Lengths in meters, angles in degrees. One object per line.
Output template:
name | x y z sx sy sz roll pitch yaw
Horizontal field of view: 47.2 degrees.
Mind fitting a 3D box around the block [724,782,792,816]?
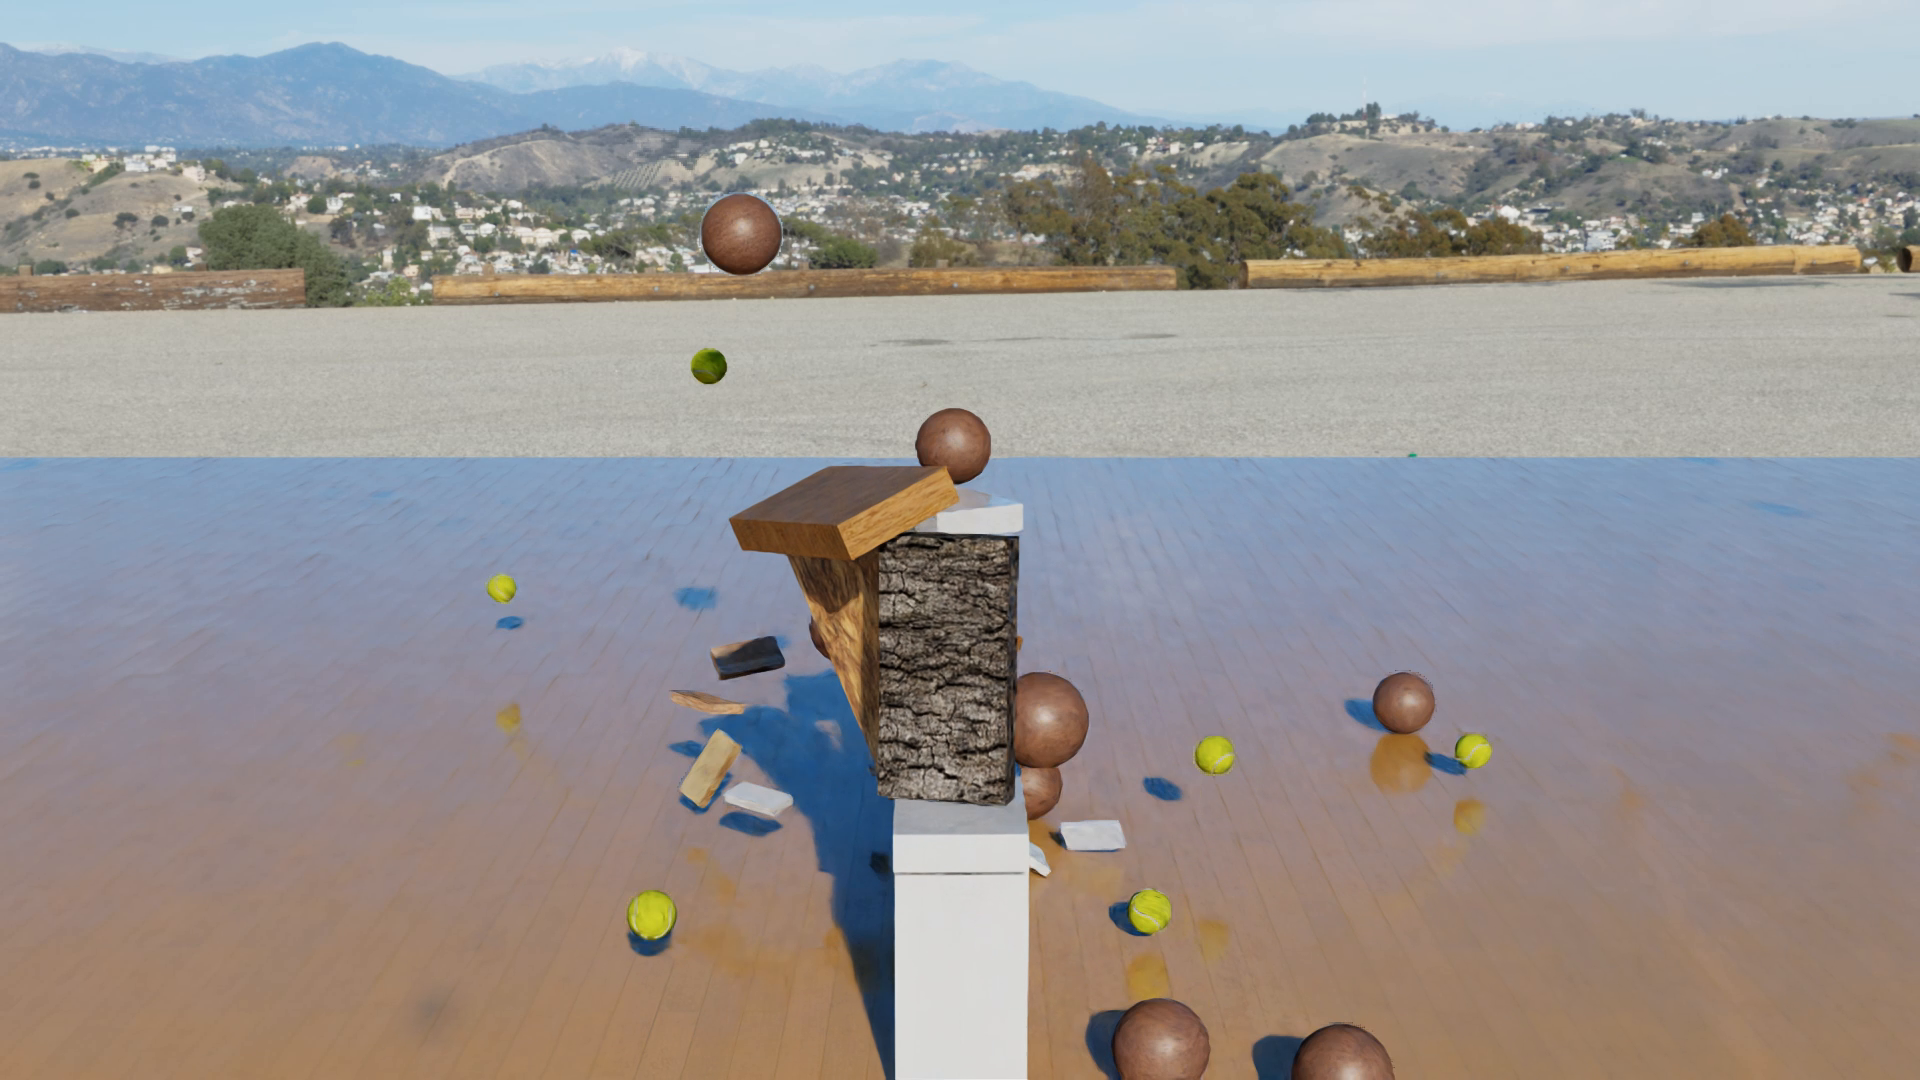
block | -0.342 0.438 3.727 0.106 0.015 0.053 12 26 32

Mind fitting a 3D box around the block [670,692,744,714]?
block | -0.460 0.297 3.999 0.066 0.019 0.132 4 5 -43

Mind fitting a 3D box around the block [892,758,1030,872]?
block | -0.001 0.360 2.909 0.170 0.048 0.340 0 11 -1

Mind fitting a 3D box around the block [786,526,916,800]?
block | -0.092 0.150 3.104 0.173 0.414 0.049 -19 12 13

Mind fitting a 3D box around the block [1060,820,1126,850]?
block | 0.233 0.517 3.852 0.106 0.053 0.015 -4 34 24

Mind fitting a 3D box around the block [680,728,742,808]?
block | -0.457 0.418 4.029 0.066 0.132 0.019 32 0 44

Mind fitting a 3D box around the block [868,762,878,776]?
block | -0.088 0.391 4.083 0.157 0.022 0.078 -32 17 -29

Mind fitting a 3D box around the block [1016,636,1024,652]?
block | 0.046 0.158 3.848 0.081 0.023 0.163 15 -8 23

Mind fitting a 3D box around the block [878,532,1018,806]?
block | -0.016 0.166 2.868 0.173 0.346 0.049 3 8 15

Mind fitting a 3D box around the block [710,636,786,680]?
block | -0.392 0.217 4.056 0.125 0.018 0.063 -11 56 -25

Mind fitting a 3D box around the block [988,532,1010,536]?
block | 0.000 0.134 3.430 0.150 0.301 0.043 1 3 3

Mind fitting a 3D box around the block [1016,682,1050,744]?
block | 0.075 0.366 4.339 0.120 0.239 0.034 -6 56 -29

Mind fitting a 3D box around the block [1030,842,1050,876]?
block | 0.124 0.543 3.793 0.053 0.015 0.106 37 5 -11

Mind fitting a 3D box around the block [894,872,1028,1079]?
block | 0.002 0.571 2.839 0.170 0.340 0.048 0 12 0

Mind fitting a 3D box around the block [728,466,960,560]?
block | -0.161 -0.040 2.956 0.173 0.049 0.346 -29 15 -25

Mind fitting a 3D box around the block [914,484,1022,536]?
block | -0.046 -0.052 3.477 0.150 0.043 0.301 -7 13 -30
